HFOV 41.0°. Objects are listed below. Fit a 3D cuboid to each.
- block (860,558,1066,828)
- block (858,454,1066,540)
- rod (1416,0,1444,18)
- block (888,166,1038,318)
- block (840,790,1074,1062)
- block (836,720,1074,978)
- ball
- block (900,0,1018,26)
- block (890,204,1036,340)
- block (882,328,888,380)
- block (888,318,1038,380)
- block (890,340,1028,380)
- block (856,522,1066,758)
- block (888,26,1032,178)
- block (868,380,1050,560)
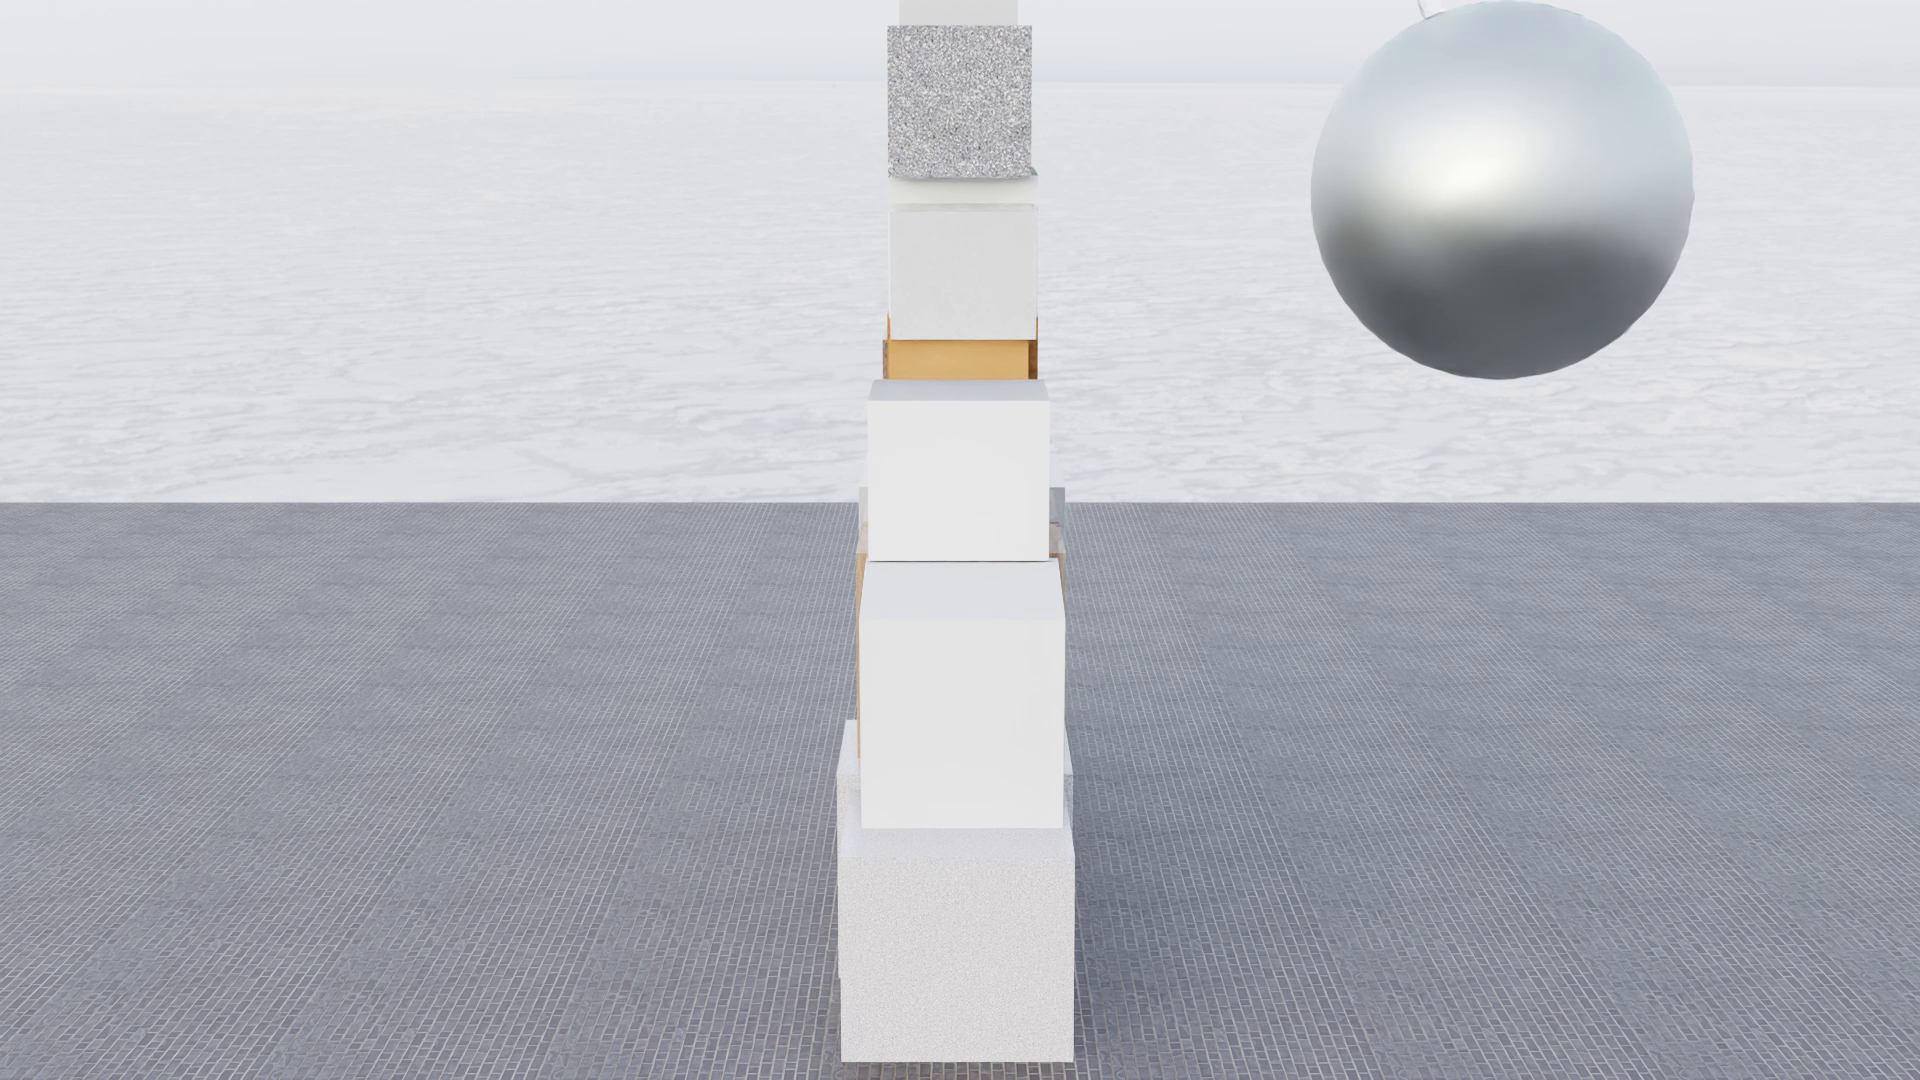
[{"bbox_3d":[0.008,0.565,9.681,0.741,0.810,0.740,0,17,0],"label":"block"},{"bbox_3d":[0.008,0.130,11.218,0.862,0.888,0.888,0,11,0],"label":"block"},{"bbox_3d":[0.994,-4.571,10.349,0.080,5.200,0.080,-22,10,4],"label":"rod"},{"bbox_3d":[0.013,-1.308,11.196,0.631,0.599,0.718,0,11,0],"label":"block"},{"bbox_3d":[-0.010,1.425,9.590,0.835,0.765,0.863,0,10,0],"label":"block"},{"bbox_3d":[-0.020,1.239,10.438,0.917,0.828,0.852,0,10,0],"label":"block"},{"bbox_3d":[2.295,-1.481,10.911,1.600,1.600,1.600,0,10,0],"label":"ball"},{"bbox_3d":[-0.006,-2.425,10.697,0.485,0.549,0.529,0,11,0],"label":"block"},{"bbox_3d":[0.013,-1.114,10.588,0.589,0.513,0.539,0,11,0],"label":"block"},{"bbox_3d":[0.000,-0.580,12.068,0.706,0.785,0.711,0,9,0],"label":"block"},{"bbox_3d":[0.011,-0.690,11.346,0.647,0.672,0.583,0,11,0],"label":"block"},{"bbox_3d":[-0.005,-0.562,10.771,0.566,0.641,0.585,0,11,0],"label":"block"},{"bbox_3d":[0.003,0.395,10.450,0.821,0.829,0.709,0,10,0],"label":"block"},{"bbox_3d":[-0.001,-1.852,10.809,0.592,0.617,0.551,0,11,0],"label":"block"},{"bbox_3d":[-0.005,-0.288,10.153,0.692,0.617,0.722,0,10,0],"label":"block"}]
